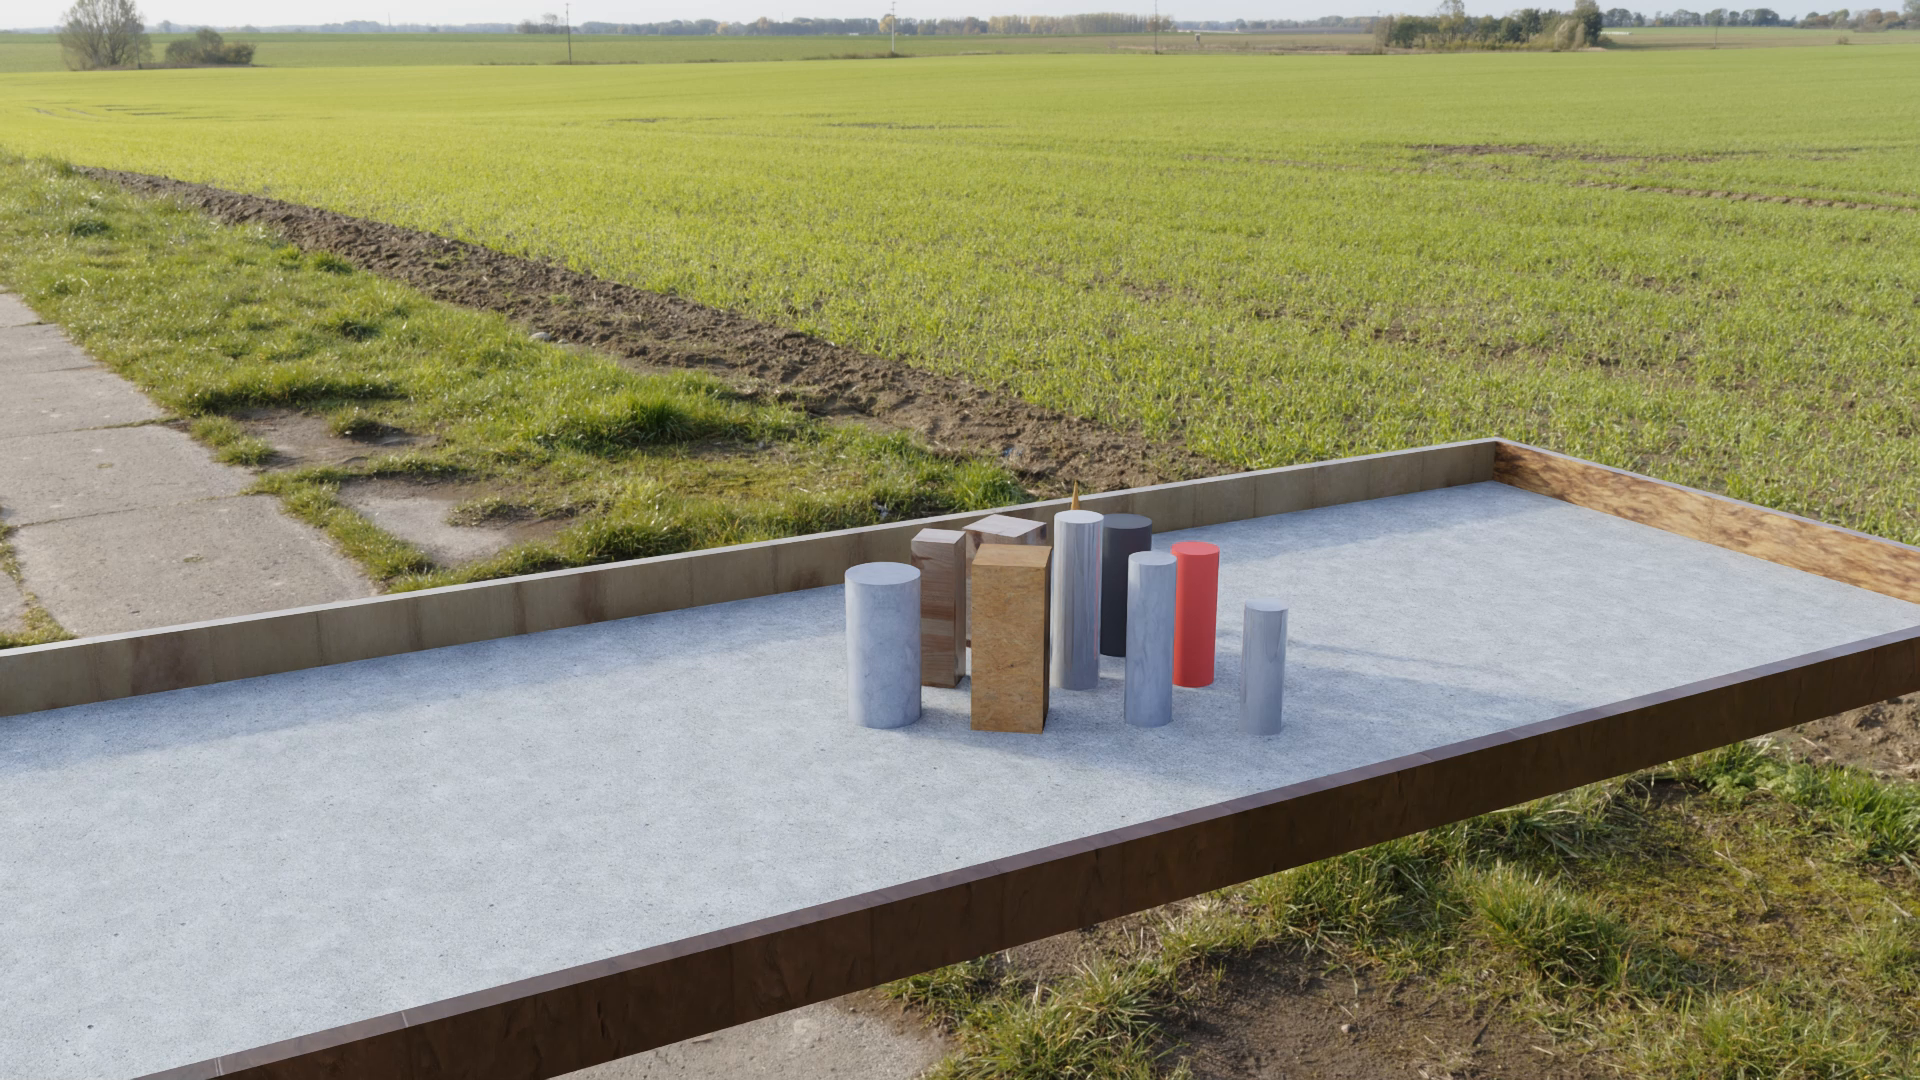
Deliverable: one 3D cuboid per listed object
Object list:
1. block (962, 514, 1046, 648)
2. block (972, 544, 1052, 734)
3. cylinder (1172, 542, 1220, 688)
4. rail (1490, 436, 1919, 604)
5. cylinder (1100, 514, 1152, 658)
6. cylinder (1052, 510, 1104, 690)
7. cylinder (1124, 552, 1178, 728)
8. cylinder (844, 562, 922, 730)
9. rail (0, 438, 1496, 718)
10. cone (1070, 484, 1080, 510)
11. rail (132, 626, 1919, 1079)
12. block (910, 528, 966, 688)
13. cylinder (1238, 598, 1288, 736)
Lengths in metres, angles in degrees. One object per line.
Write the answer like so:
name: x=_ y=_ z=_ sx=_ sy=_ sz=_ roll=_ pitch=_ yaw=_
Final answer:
block: x=0.116 y=0.119 z=4.370 sx=0.162 sy=0.327 sz=0.162 roll=10 pitch=19 yaw=32
block: x=0.120 y=0.229 z=3.857 sx=0.167 sy=0.405 sz=0.167 roll=2 pitch=17 yaw=8
cylinder: x=0.580 y=0.185 z=4.113 sx=0.118 sy=0.345 sz=0.118 roll=0 pitch=16 yaw=0
rail: x=2.466 y=-0.048 z=5.253 sx=0.050 sy=0.150 sz=2.100 roll=-9 pitch=18 yaw=-27
cylinder: x=0.424 y=0.118 z=4.335 sx=0.150 sy=0.349 sz=0.150 roll=0 pitch=16 yaw=0
cylinder: x=0.290 y=0.149 z=4.082 sx=0.120 sy=0.431 sz=0.120 roll=0 pitch=16 yaw=0
cylinder: x=0.445 y=0.233 z=3.857 sx=0.112 sy=0.398 sz=0.112 roll=0 pitch=16 yaw=0
cylinder: x=-0.180 y=0.247 z=3.887 sx=0.177 sy=0.354 sz=0.177 roll=0 pitch=16 yaw=0
rail: x=-3.305 y=0.497 z=3.399 sx=12.000 sy=0.150 sz=0.050 roll=-9 pitch=18 yaw=-27
cone: x=0.320 y=0.016 z=4.599 sx=0.108 sy=0.396 sz=0.108 roll=0 pitch=16 yaw=0
rail: x=-2.336 y=1.006 z=1.665 sx=12.000 sy=0.150 sz=0.050 roll=-9 pitch=18 yaw=-27
block: x=-0.052 y=0.170 z=4.107 sx=0.109 sy=0.377 sz=0.109 roll=5 pitch=17 yaw=15
cylinder: x=0.702 y=0.293 z=3.819 sx=0.100 sy=0.304 sz=0.100 roll=0 pitch=16 yaw=0
